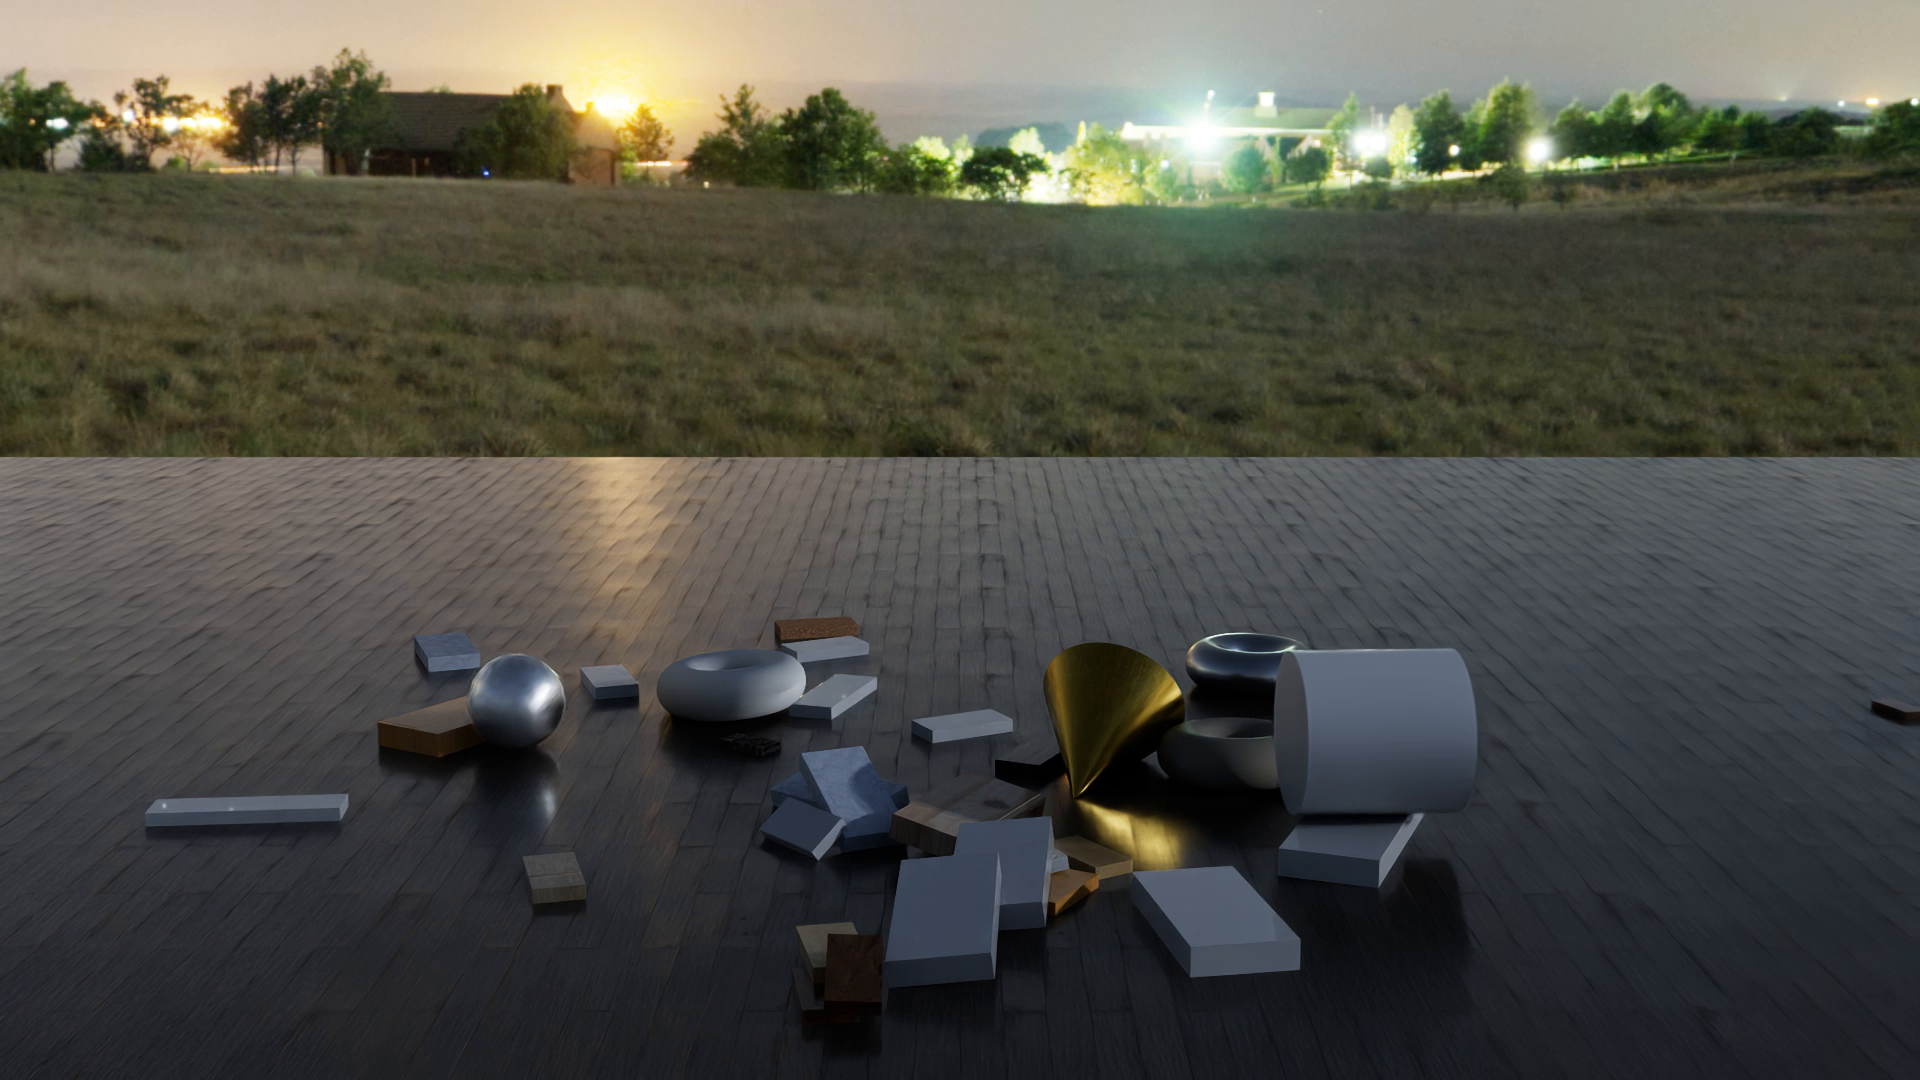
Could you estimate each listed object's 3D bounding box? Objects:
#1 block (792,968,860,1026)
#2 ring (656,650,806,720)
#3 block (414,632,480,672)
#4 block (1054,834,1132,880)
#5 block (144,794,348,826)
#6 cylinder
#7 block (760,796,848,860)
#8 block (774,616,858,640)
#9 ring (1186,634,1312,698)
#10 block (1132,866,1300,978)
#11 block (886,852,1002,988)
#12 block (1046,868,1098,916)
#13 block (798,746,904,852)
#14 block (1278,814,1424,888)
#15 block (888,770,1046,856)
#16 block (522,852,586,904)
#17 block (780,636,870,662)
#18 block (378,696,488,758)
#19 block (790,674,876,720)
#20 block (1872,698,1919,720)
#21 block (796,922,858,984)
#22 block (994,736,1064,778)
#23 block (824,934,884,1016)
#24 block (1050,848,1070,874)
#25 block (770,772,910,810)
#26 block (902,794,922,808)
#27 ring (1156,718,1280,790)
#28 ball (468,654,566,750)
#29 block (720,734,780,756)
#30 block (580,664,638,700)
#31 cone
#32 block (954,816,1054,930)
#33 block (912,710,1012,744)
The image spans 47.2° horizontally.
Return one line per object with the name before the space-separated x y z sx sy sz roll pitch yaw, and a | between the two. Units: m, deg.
block | -0.197 0.663 3.210 0.082 0.023 0.164 -2 11 -9
ring | -0.501 0.317 4.822 0.328 0.109 0.328 -4 9 1
block | -1.238 0.269 5.302 0.121 0.034 0.242 -4 11 -21
block | 0.219 0.551 3.818 0.080 0.023 0.160 -7 13 -33
block | -1.321 0.501 4.080 0.349 0.025 0.088 -1 11 -6
cylinder | 0.736 0.343 3.930 0.294 0.294 0.294 -1 11 -4
block | -0.279 0.512 3.907 0.164 0.023 0.082 13 53 50
block | -0.365 0.223 5.571 0.196 0.028 0.098 -3 11 -14
ring | 0.669 0.286 5.034 0.306 0.102 0.306 1 10 0
block | 0.399 0.600 3.482 0.172 0.049 0.345 -2 11 -10
block | -0.022 0.583 3.398 0.158 0.045 0.316 -6 19 5
block | 0.159 0.582 3.649 0.080 0.023 0.160 6 12 29
block | -0.195 0.467 3.984 0.121 0.034 0.242 -5 35 -24
block | 0.720 0.511 3.961 0.172 0.049 0.522 4 11 21
block | 0.017 0.497 3.955 0.158 0.045 0.316 17 16 23
block | -0.686 0.569 3.712 0.088 0.025 0.175 -3 11 -16
block | -0.328 0.265 5.344 0.192 0.027 0.096 -6 12 -28
block | -1.041 0.383 4.652 0.172 0.049 0.345 7 12 31
block | -0.280 0.348 4.897 0.098 0.028 0.284 3 11 18
block | 2.056 0.369 4.814 0.054 0.015 0.109 -3 11 -17
block | -0.191 0.620 3.310 0.088 0.025 0.176 -2 11 -12
block | 0.154 0.436 4.424 0.096 0.027 0.192 5 12 25
block | -0.154 0.629 3.187 0.082 0.023 0.164 2 24 -2
block | 0.122 0.545 3.766 0.080 0.023 0.160 -12 7 -15
block | -0.225 0.477 4.106 0.242 0.034 0.121 9 26 41
block | -0.082 0.496 4.131 0.115 0.016 0.058 6 12 28
ring | 0.539 0.419 4.311 0.307 0.102 0.307 0 7 0
ball | -0.912 0.332 4.522 0.197 0.197 0.197 0 11 0
block | -0.433 0.421 4.533 0.115 0.016 0.058 7 13 35
block | -0.803 0.324 5.027 0.098 0.028 0.196 -4 11 -19
cone | 0.262 0.407 4.295 0.294 0.294 0.294 4 38 20
block | 0.067 0.548 3.616 0.158 0.045 0.316 -5 17 7
block | 0.005 0.393 4.654 0.192 0.027 0.096 -6 12 -28
